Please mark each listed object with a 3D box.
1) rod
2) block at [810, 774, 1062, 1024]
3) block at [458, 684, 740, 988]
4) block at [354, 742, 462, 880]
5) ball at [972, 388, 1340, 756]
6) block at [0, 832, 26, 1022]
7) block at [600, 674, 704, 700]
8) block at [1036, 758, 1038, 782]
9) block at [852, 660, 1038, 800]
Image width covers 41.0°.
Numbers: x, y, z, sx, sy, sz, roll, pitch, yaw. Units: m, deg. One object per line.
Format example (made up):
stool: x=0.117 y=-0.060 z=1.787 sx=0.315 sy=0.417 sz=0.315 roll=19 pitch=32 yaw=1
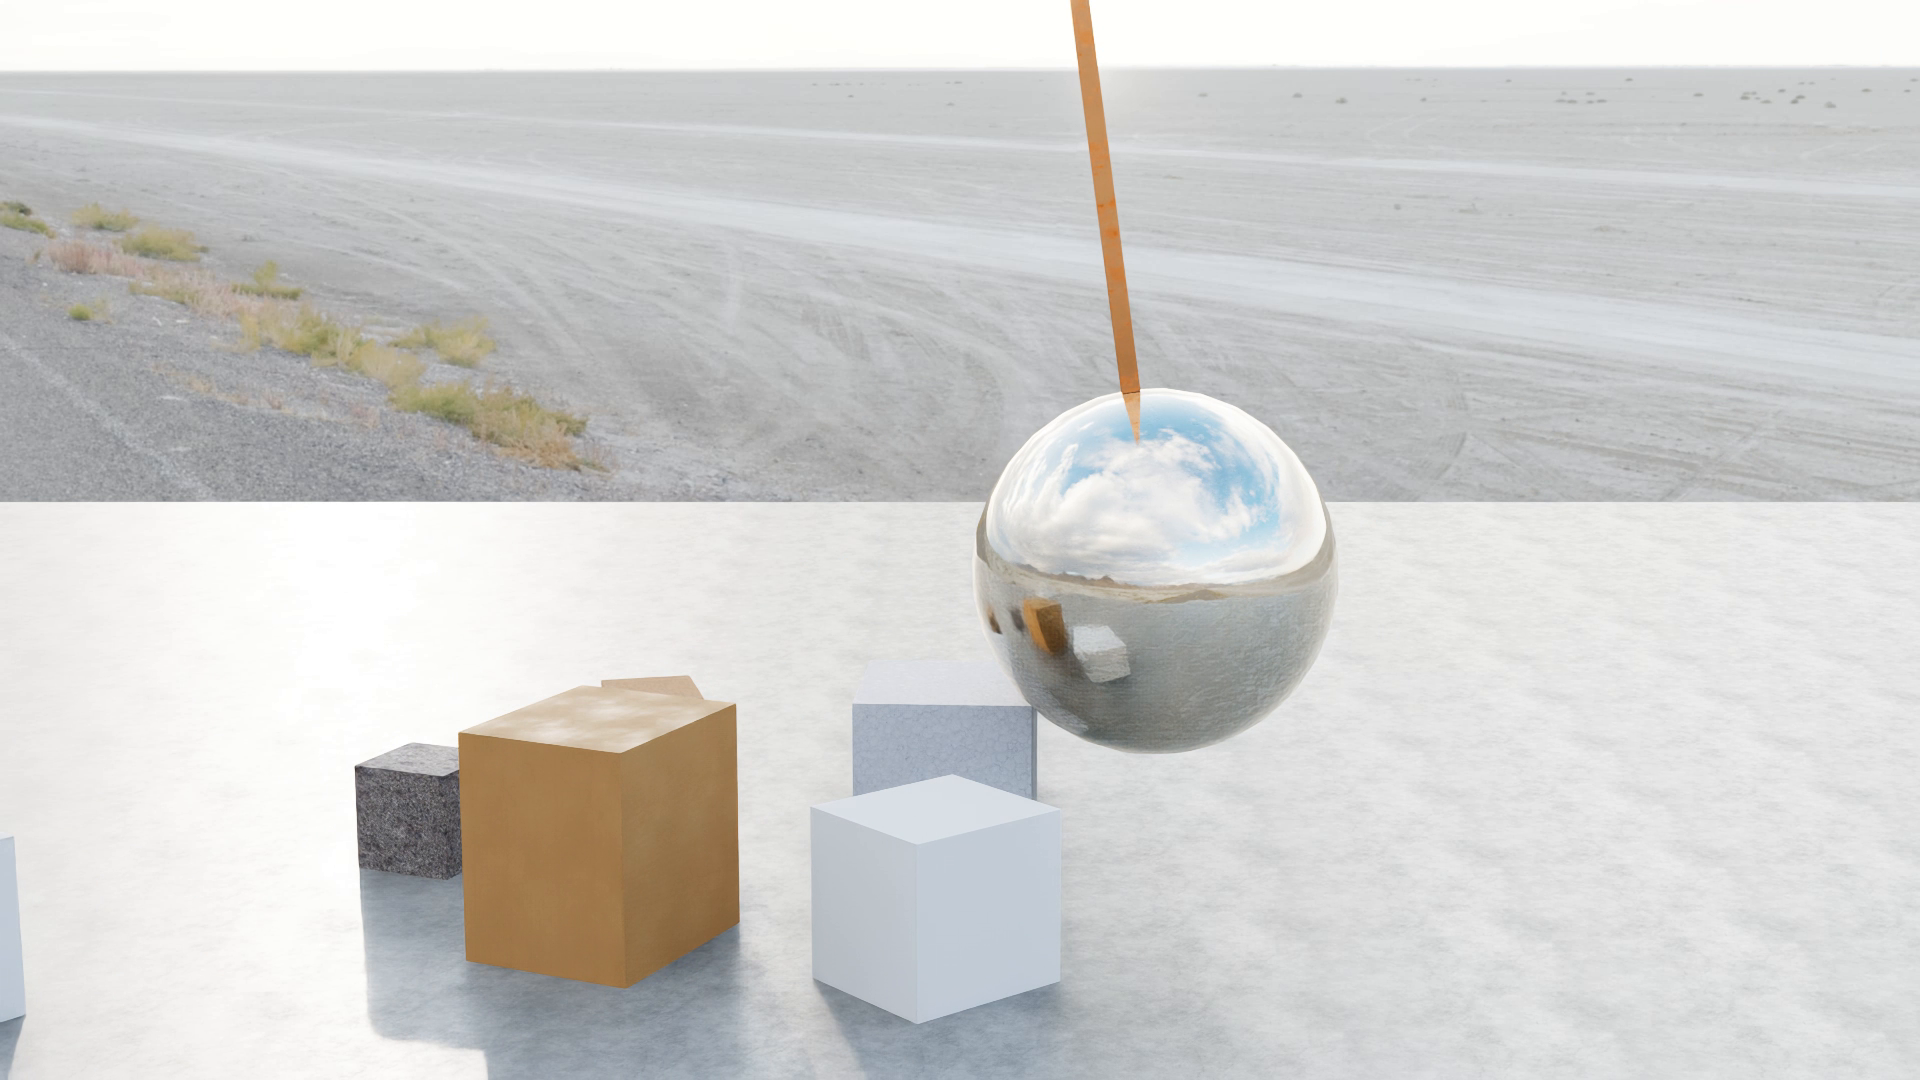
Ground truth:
rod: x=0.368 y=-3.174 z=10.603 sx=0.080 sy=5.200 sz=0.080 roll=-8 pitch=10 yaw=1
block: x=-0.095 y=1.382 z=10.014 sx=0.720 sy=0.698 sz=0.658 roll=-9 pitch=13 yaw=-39
block: x=-1.451 y=1.180 z=10.435 sx=0.755 sy=0.945 sz=0.881 roll=5 pitch=11 yaw=25
block: x=-2.394 y=1.214 z=11.561 sx=0.467 sy=0.474 sz=0.444 roll=4 pitch=11 yaw=22
ball: x=0.850 y=0.137 z=11.205 sx=1.600 sy=1.600 sz=1.600 roll=0 pitch=10 yaw=0
block: x=-4.055 y=1.464 z=9.557 sx=0.724 sy=0.701 sz=0.778 roll=8 pitch=13 yaw=37
block: x=-1.539 y=0.978 z=12.846 sx=0.449 sy=0.479 sz=0.505 roll=-3 pitch=11 yaw=-14
block: x=0.030 y=0.963 z=12.611 sx=0.609 sy=0.594 sz=0.608 roll=2 pitch=11 yaw=12
block: x=-0.055 y=1.025 z=11.798 sx=0.793 sy=0.763 sz=0.858 roll=1 pitch=10 yaw=3
